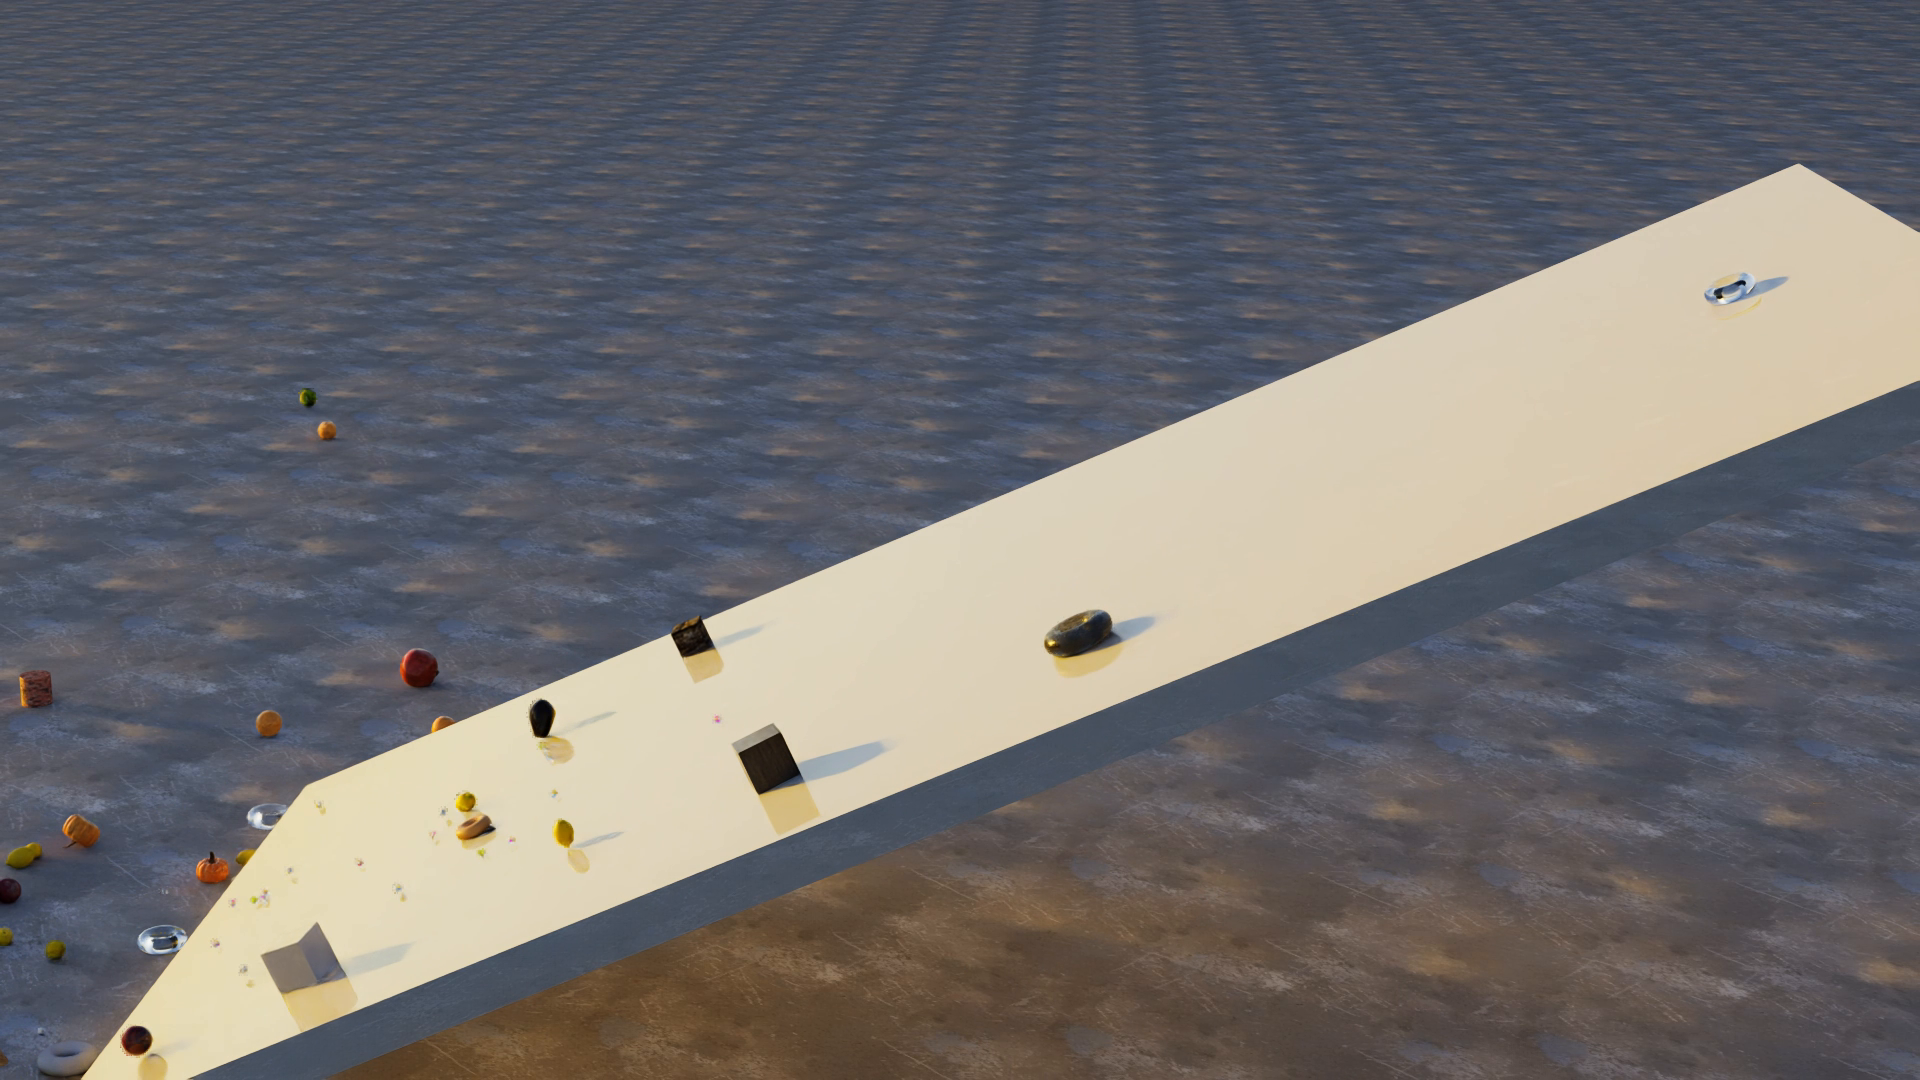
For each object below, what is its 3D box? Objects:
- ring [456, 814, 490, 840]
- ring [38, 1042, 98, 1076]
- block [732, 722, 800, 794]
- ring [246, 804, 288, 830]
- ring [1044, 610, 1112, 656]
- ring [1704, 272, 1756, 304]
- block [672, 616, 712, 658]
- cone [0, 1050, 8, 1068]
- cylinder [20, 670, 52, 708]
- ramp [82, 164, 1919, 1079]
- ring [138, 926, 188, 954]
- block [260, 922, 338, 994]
[{"bbox_3d":[-1.051,0.620,6.348,0.081,0.027,0.081,-23,14,6],"label":"ring"},{"bbox_3d":[-1.854,1.078,6.111,0.124,0.041,0.124,0,13,0],"label":"ring"},{"bbox_3d":[-0.379,0.427,5.742,0.093,0.093,0.093,-26,13,-8],"label":"block"},{"bbox_3d":[-1.762,0.707,7.512,0.117,0.039,0.117,3,16,-1],"label":"ring"},{"bbox_3d":[0.230,0.181,5.722,0.143,0.048,0.143,-24,11,5],"label":"ring"},{"bbox_3d":[1.593,-0.520,6.084,0.108,0.036,0.108,-23,14,6],"label":"ring"},{"bbox_3d":[-0.647,0.234,7.081,0.068,0.068,0.068,-22,13,9],"label":"block"},{"bbox_3d":[-2.015,1.065,6.133,0.056,0.056,0.056,0,15,0],"label":"cone"},{"bbox_3d":[-2.660,0.429,8.467,0.085,0.085,0.085,0,15,0],"label":"cylinder"},{"bbox_3d":[0.131,0.170,6.285,4.000,0.100,2.000,-23,13,8],"label":"ramp"},{"bbox_3d":[-1.826,0.915,6.733,0.112,0.037,0.112,1,16,0],"label":"ring"},{"bbox_3d":[-1.309,0.828,5.828,0.092,0.092,0.092,-20,13,20],"label":"block"}]
